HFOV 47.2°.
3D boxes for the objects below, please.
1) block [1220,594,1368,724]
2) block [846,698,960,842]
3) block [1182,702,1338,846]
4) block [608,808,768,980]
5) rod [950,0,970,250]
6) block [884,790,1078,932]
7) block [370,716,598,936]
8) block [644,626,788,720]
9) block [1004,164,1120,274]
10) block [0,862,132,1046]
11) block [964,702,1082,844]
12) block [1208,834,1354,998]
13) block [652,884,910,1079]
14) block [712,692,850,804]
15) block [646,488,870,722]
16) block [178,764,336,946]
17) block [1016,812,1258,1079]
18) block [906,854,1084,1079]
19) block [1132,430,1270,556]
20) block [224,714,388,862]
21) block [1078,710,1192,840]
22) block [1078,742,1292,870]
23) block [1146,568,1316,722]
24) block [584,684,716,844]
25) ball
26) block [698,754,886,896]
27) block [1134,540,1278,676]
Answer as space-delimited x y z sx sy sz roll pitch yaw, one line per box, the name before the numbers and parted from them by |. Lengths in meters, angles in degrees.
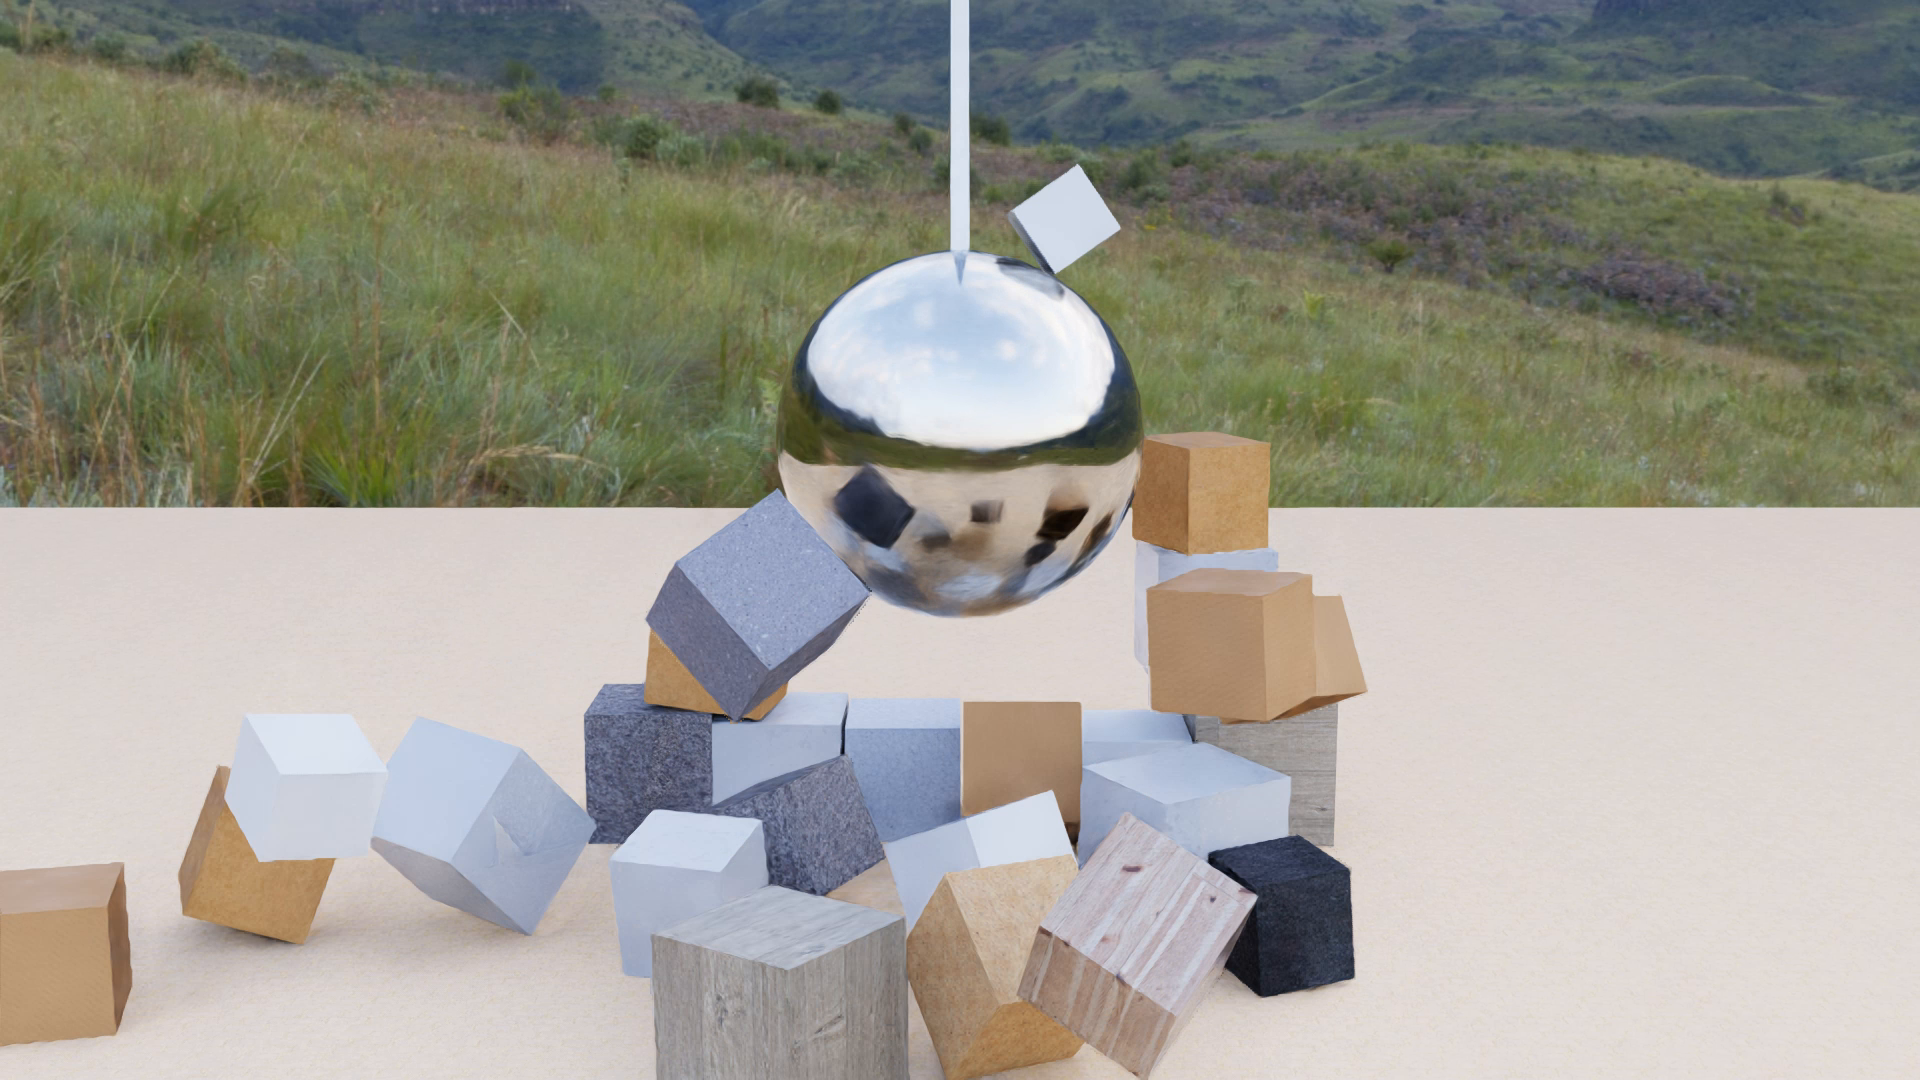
block | 1.488 0.551 10.163 0.474 0.469 0.521 -24 -16 39
block | -0.287 1.184 11.388 0.580 0.596 0.608 0 10 0
block | 1.529 1.069 11.393 0.707 0.821 0.795 0 10 0
block | -1.139 1.526 9.388 0.507 0.560 0.454 3 22 17
rod | 0.000 -3.842 9.809 0.080 5.200 0.080 0 -4 0
block | 0.113 1.451 9.534 0.519 0.518 0.586 -13 -8 -42
block | -2.181 1.282 9.874 0.653 0.584 0.691 12 -30 33
block | -1.226 0.573 11.281 0.606 0.493 0.580 8 10 8
block | 0.443 -1.379 9.522 0.342 0.328 0.320 -35 6 -1
block | -3.730 1.670 8.880 0.638 0.538 0.556 -3 11 -14
block | 0.303 1.160 10.914 0.575 0.595 0.616 0 -17 0
block | 1.362 1.592 9.350 0.430 0.487 0.479 -8 12 -16
block | -0.649 1.738 8.042 0.652 0.690 0.658 6 12 36
block | -0.914 1.172 11.372 0.647 0.625 0.655 0 10 1
block | -0.806 0.263 8.691 0.546 0.553 0.558 -38 -7 -31
block | -3.142 1.407 9.877 0.534 0.534 0.594 20 2 -23
block | 0.609 1.409 7.623 0.541 0.532 0.557 32 55 15
block | 0.193 1.623 8.362 0.554 0.572 0.563 -4 51 -28
block | 1.212 -0.245 11.095 0.469 0.526 0.538 -5 11 -26
block | -2.511 0.942 8.438 0.420 0.383 0.433 3 25 -39
block | 0.882 1.216 11.397 0.568 0.531 0.628 0 10 0
block | 1.018 1.377 10.056 0.735 0.665 0.595 -7 15 -34
block | 1.101 0.412 8.891 0.513 0.500 0.469 3 12 33
block | -1.562 1.148 11.372 0.639 0.672 0.646 0 10 0
ball | 0.000 -0.452 9.545 1.600 1.600 1.600 0 10 0
block | -0.792 1.372 10.101 0.527 0.521 0.630 -21 0 28
block | 1.246 0.337 11.247 0.597 0.672 0.687 -1 10 -5
